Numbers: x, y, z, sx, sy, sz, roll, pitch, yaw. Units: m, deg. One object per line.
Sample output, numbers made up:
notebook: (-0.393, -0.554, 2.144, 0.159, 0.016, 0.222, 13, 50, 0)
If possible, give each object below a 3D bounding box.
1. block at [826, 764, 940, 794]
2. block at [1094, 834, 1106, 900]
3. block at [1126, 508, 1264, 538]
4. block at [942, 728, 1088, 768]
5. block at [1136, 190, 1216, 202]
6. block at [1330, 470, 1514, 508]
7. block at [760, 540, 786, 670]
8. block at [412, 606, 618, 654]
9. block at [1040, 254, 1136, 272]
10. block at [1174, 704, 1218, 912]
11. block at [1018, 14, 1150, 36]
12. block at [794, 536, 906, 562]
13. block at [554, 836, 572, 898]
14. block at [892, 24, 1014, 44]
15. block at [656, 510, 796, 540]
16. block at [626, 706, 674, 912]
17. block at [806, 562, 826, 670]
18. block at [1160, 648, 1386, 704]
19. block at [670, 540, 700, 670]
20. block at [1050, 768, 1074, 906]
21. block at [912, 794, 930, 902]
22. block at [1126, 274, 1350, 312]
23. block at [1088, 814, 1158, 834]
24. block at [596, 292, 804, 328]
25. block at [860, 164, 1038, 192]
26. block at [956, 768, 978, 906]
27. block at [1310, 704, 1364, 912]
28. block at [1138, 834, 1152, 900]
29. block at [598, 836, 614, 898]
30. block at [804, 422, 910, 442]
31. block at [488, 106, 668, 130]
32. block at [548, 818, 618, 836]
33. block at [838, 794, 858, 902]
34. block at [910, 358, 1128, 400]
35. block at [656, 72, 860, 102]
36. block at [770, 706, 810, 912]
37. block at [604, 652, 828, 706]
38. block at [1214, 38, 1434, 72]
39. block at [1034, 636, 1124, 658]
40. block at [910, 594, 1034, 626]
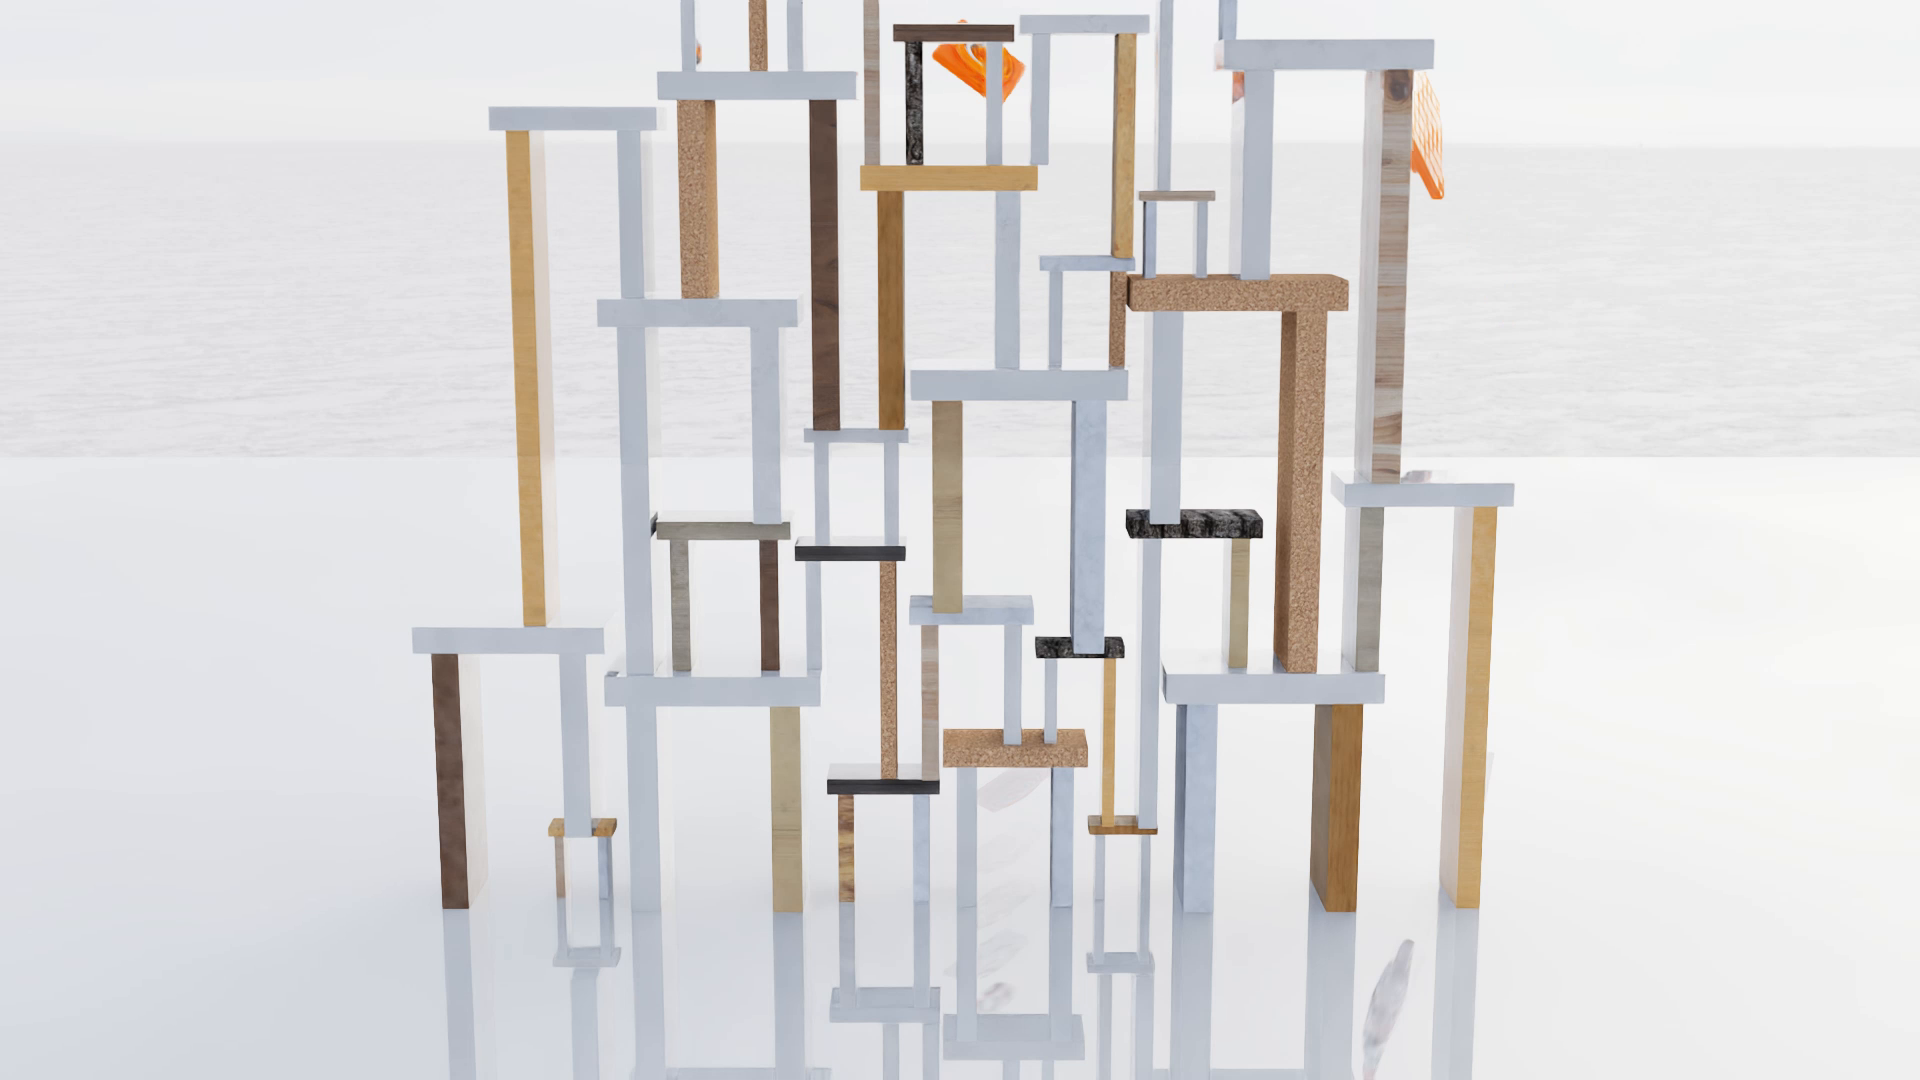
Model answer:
block: (-0.125, 0.395, 3.637, 0.184, 0.026, 0.092, 0, 11, 0)
block: (0.231, 0.535, 3.656, 0.016, 0.113, 0.056, 0, 11, 0)
block: (0.378, -0.027, 3.560, 0.212, 0.030, 0.106, 0, 11, 0)
block: (0.090, 0.342, 3.621, 0.236, 0.033, 0.118, 0, 11, 0)
block: (0.339, -0.542, 3.460, 0.120, 0.017, 0.060, 0, 11, 0)
block: (0.742, -0.084, 3.540, 0.268, 0.038, 0.134, 0, 11, 0)
block: (-0.306, 0.096, 3.582, 0.030, 0.214, 0.107, 0, 11, 0)
block: (-0.722, 0.147, 3.590, 0.307, 0.043, 0.153, 0, 11, 0)
block: (0.201, -0.439, 3.479, 0.149, 0.021, 0.075, 0, 11, 0)
block: (0.388, 0.418, 3.636, 0.049, 0.349, 0.175, 0, 11, 0)
block: (0.191, -0.799, 3.412, 0.199, 0.028, 0.099, 0, 11, 0)
block: (-0.176, 0.014, 3.566, 0.178, 0.025, 0.089, 0, 11, 0)
block: (-0.662, 0.537, 3.664, 0.015, 0.106, 0.053, 0, 11, 0)
block: (-0.009, -0.784, 3.408, 0.186, 0.026, 0.093, 0, 11, 0)
block: (-0.377, -0.024, 3.559, 0.214, 0.030, 0.107, 0, 11, 0)
block: (-0.511, 0.421, 3.634, 0.049, 0.346, 0.173, 0, 11, 0)
block: (-0.235, 0.114, 3.585, 0.025, 0.178, 0.089, 0, 11, 0)
block: (0.505, 0.222, 3.600, 0.349, 0.049, 0.175, 0, 11, 0)
block: (-0.449, 0.096, 3.581, 0.030, 0.214, 0.107, 0, 11, 0)
block: (0.168, 0.474, 3.645, 0.033, 0.236, 0.118, 0, 11, 0)
block: (-0.064, 0.498, 3.657, 0.026, 0.185, 0.092, 0, 11, 0)
block: (0.435, -0.393, 3.487, 0.335, 0.047, 0.167, 0, 11, 0)
block: (0.269, 0.472, 3.645, 0.113, 0.016, 0.056, 0, 11, 0)
block: (-0.409, -0.367, 3.494, 0.311, 0.044, 0.156, 0, 11, 0)
block: (-0.017, -0.570, 3.457, 0.275, 0.039, 0.137, 0, 11, 0)
block: (0.011, 0.474, 3.645, 0.033, 0.236, 0.118, 0, 11, 0)
block: (0.621, 0.418, 3.636, 0.049, 0.349, 0.175, 0, 11, 0)
block: (0.306, 0.535, 3.656, 0.016, 0.113, 0.056, 0, 11, 0)
block: (-0.591, 0.537, 3.664, 0.015, 0.106, 0.053, 0, 11, 0)
block: (-0.165, -0.174, 3.529, 0.167, 0.024, 0.083, 0, 11, 0)
block: (-0.595, -0.659, 3.438, 0.257, 0.036, 0.129, 0, 11, 0)
block: (-0.627, 0.477, 3.653, 0.106, 0.015, 0.053, 0, 10, 0)
block: (-0.187, 0.498, 3.657, 0.026, 0.185, 0.092, 0, 11, 0)
block: (0.093, -0.256, 3.507, 0.339, 0.048, 0.170, 0, 11, 0)
block: (-0.311, -0.708, 3.432, 0.303, 0.043, 0.152, 0, 11, 0)
block: (-0.280, 0.421, 3.634, 0.049, 0.346, 0.173, 0, 11, 0)
block: (-0.395, 0.227, 3.598, 0.346, 0.049, 0.173, 0, 11, 0)
block: (0.562, -0.753, 3.421, 0.320, 0.045, 0.160, 0, 11, 1)
block: (0.195, 0.175, 3.589, 0.143, 0.020, 0.072, 0, 11, 0)
block: (0.019, 0.114, 3.582, 0.201, 0.028, 0.100, 0, 11, 0)
